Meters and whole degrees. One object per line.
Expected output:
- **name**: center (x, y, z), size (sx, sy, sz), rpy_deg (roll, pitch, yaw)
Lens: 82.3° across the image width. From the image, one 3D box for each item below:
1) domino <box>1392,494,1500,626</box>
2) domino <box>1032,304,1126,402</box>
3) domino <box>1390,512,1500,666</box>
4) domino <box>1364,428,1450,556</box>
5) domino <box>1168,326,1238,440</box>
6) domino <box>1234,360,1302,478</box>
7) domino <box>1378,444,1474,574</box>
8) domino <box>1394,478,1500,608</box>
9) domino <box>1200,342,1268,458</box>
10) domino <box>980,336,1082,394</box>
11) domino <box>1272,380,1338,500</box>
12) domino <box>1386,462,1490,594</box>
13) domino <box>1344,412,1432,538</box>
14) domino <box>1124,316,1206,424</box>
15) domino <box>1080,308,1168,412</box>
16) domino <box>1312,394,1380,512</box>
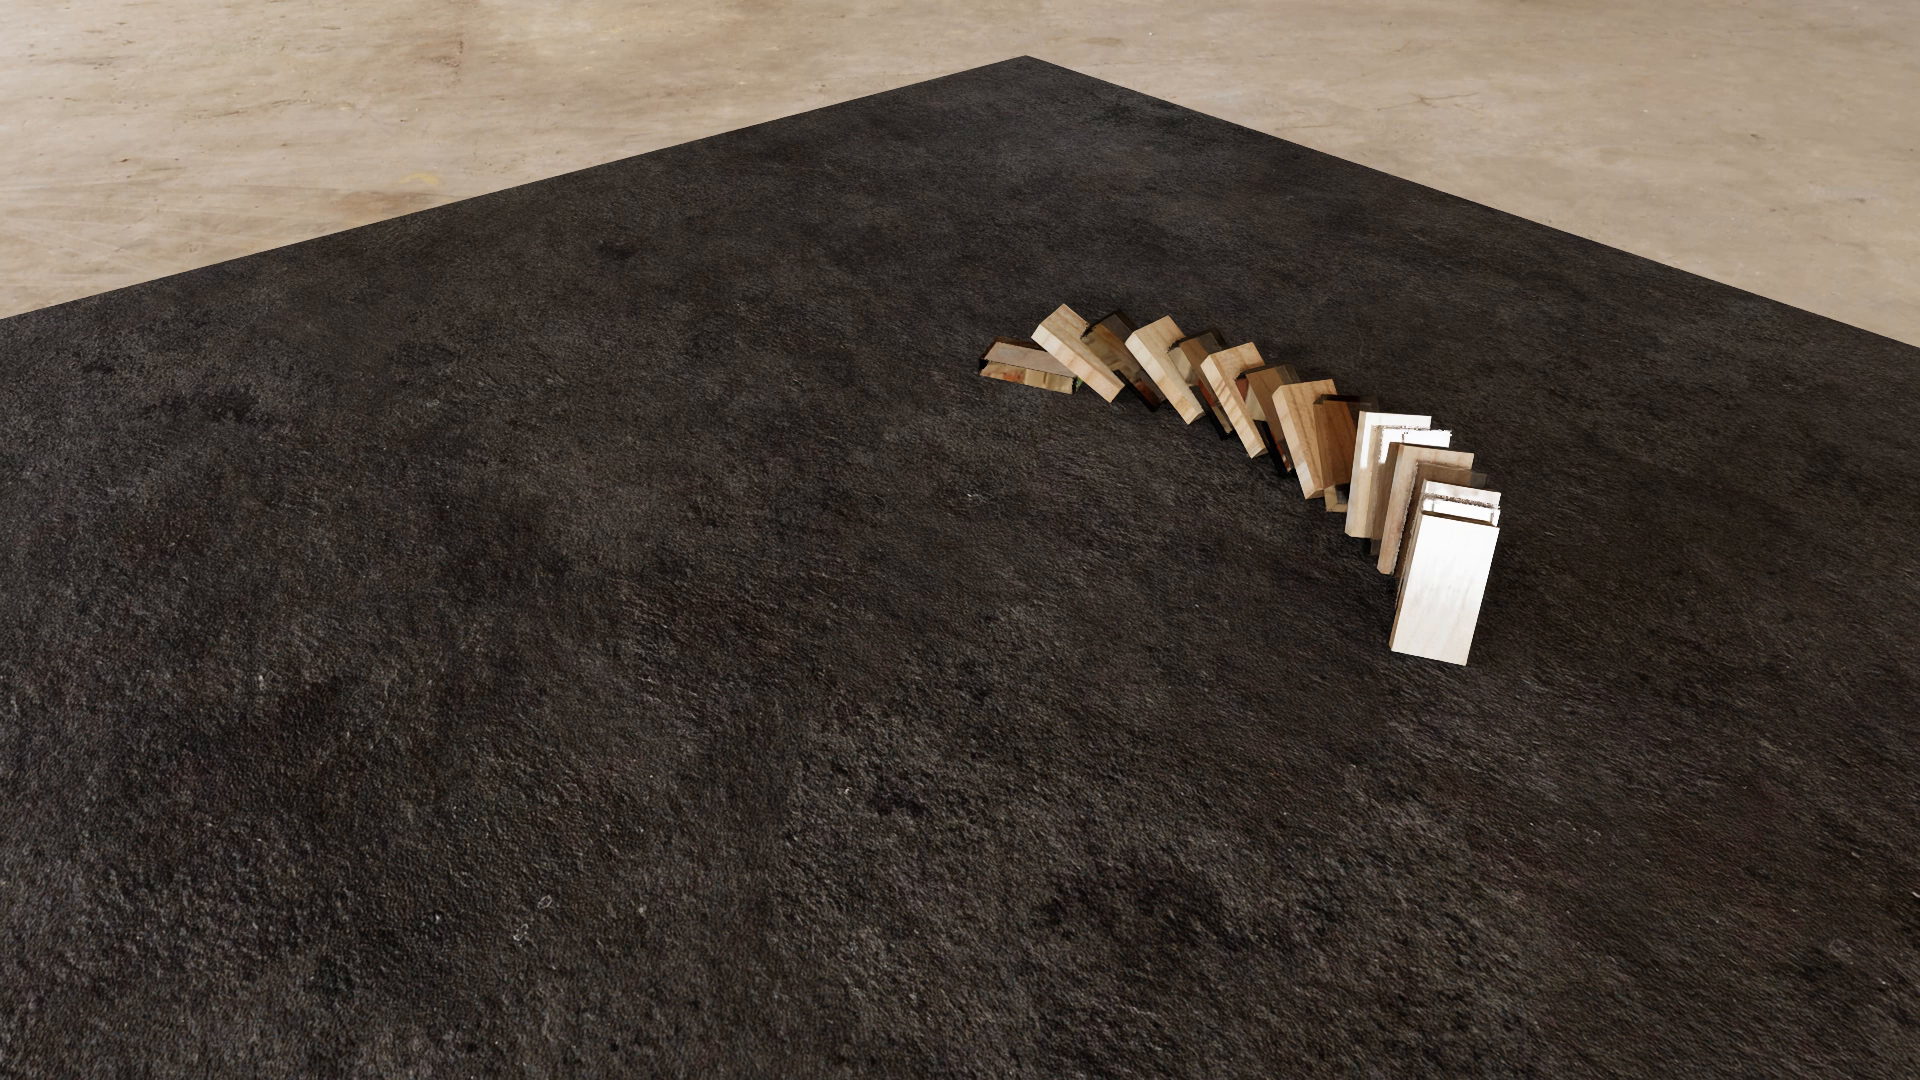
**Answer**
- **domino**: center (0.176, 0.011, 0.400), size (0.025, 0.050, 0.010), rpy_deg (11, 12, 13)
- **domino**: center (0.062, -0.092, 0.538), size (0.050, 0.010, 0.025), rpy_deg (40, 49, 4)
- **domino**: center (0.172, 0.017, 0.392), size (0.025, 0.050, 0.010), rpy_deg (11, 12, 13)
- **domino**: center (0.177, -0.019, 0.435), size (0.025, 0.050, 0.010), rpy_deg (3, 11, 4)
- **domino**: center (0.121, -0.074, 0.514), size (0.025, 0.010, 0.050), rpy_deg (-22, 75, -25)
- **domino**: center (0.145, -0.054, 0.490), size (0.025, 0.010, 0.050), rpy_deg (-16, 73, -18)
- **domino**: center (0.180, -0.011, 0.426), size (0.025, 0.050, 0.010), rpy_deg (8, 11, 10)
- **domino**: center (0.180, 0.004, 0.407), size (0.025, 0.050, 0.010), rpy_deg (11, 12, 13)
- **domino**: center (0.133, -0.064, 0.502), size (0.025, 0.010, 0.050), rpy_deg (-19, 74, -22)
- **domino**: center (0.037, -0.088, 0.551), size (0.050, 0.009, 0.025), rpy_deg (15, 42, 17)
- **domino**: center (0.156, -0.044, 0.477), size (0.025, 0.010, 0.050), rpy_deg (-9, 72, -12)
- **domino**: center (0.180, -0.003, 0.416), size (0.025, 0.050, 0.009), rpy_deg (11, 12, 13)
- **domino**: center (0.172, -0.026, 0.444), size (0.025, 0.050, 0.009), rpy_deg (4, 11, 4)
- **domino**: center (0.104, -0.081, 0.524), size (0.025, 0.010, 0.050), rpy_deg (-29, 77, -31)
- **domino**: center (0.085, -0.088, 0.533), size (0.025, 0.010, 0.050), rpy_deg (-35, 79, -35)
- **domino**: center (0.166, -0.037, 0.466), size (0.025, 0.010, 0.050), rpy_deg (2, 70, -8)
